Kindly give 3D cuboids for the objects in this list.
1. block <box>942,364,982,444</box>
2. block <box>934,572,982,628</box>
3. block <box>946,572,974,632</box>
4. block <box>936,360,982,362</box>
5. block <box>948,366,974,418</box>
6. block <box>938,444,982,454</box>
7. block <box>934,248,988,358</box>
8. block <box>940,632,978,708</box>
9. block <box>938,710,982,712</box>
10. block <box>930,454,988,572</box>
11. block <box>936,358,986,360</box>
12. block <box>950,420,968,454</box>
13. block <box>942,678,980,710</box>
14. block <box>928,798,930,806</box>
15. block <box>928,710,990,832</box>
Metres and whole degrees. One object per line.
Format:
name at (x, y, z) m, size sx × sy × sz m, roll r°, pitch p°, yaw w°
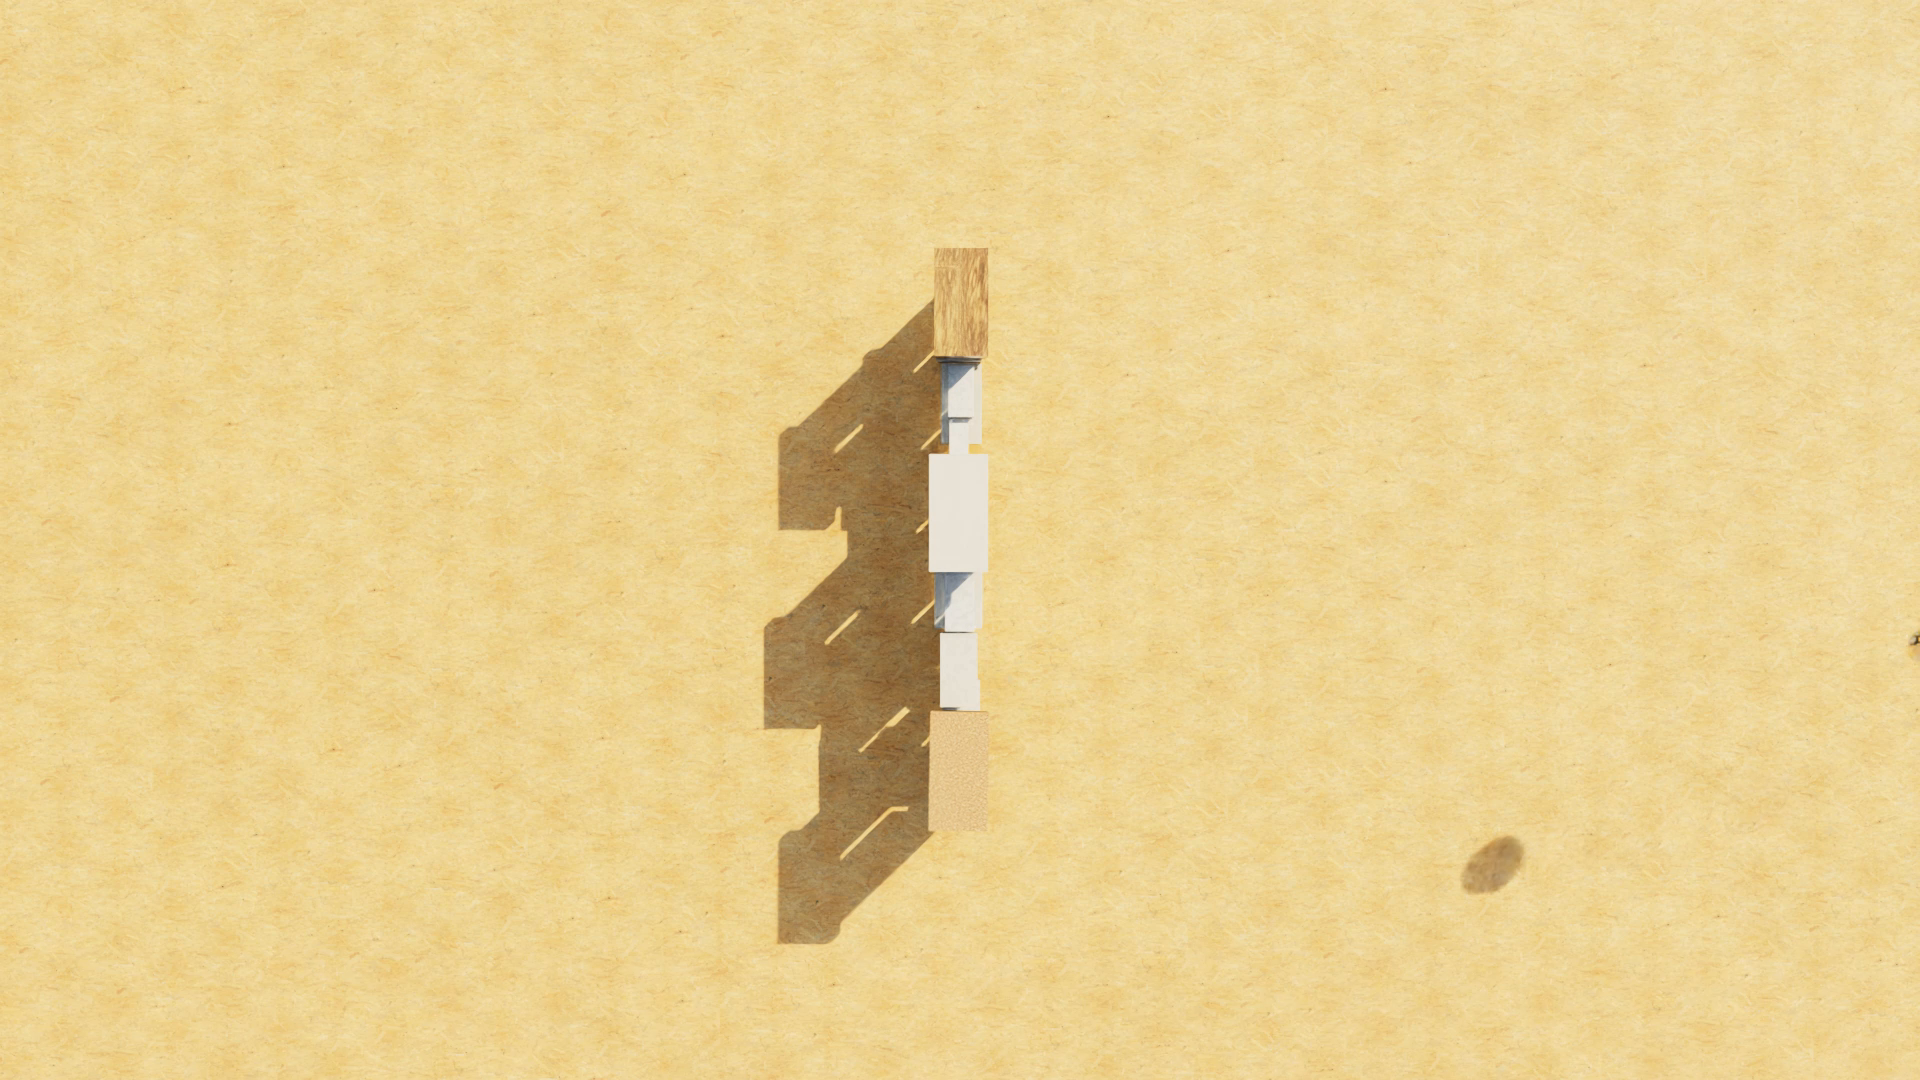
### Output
block at (0.004, -0.431, 5.228) m, size 0.127 × 0.036 × 0.254 m, roll 0°, pitch 90°, yaw 0°
block at (-0.005, 0.128, 5.180) m, size 0.149 × 0.042 × 0.299 m, roll 0°, pitch 90°, yaw 0°
block at (0.000, 0.186, 4.969) m, size 0.089 × 0.025 × 0.177 m, roll 0°, pitch 90°, yaw 0°
block at (-0.002, -0.706, 5.194) m, size 0.143 × 0.040 × 0.285 m, roll 0°, pitch 90°, yaw 0°
block at (0.004, -0.454, 5.043) m, size 0.078 × 0.022 × 0.157 m, roll 0°, pitch 90°, yaw 0°
block at (-0.002, -0.163, 5.208) m, size 0.136 × 0.039 × 0.273 m, roll 0°, pitch 90°, yaw 0°
block at (0.004, -0.695, 4.836) m, size 0.158 × 0.045 × 0.316 m, roll 0°, pitch 90°, yaw 0°
block at (-0.004, 0.392, 4.983) m, size 0.112 × 0.032 × 0.223 m, roll 0°, pitch 90°, yaw 0°
block at (-0.001, 0.565, 5.049) m, size 0.172 × 0.345 × 0.049 m, roll 0°, pitch 90°, yaw 0°
block at (-0.004, -0.078, 4.794) m, size 0.171 × 0.048 × 0.341 m, roll 0°, pitch 90°, yaw 0°
block at (0.003, -0.590, 5.016) m, size 0.158 × 0.316 × 0.045 m, roll 0°, pitch 90°, yaw 0°
block at (-0.003, -0.312, 5.063) m, size 0.059 × 0.017 × 0.117 m, roll 0°, pitch 90°, yaw 0°
block at (0.003, 0.564, 5.239) m, size 0.122 × 0.035 × 0.244 m, roll 0°, pitch 90°, yaw 0°
block at (-0.006, 0.794, 5.098) m, size 0.172 × 0.443 × 0.049 m, roll 0°, pitch 90°, yaw 0°
block at (-0.003, 0.679, 4.852) m, size 0.172 × 0.049 × 0.345 m, roll 1°, pitch 90°, yaw 0°
